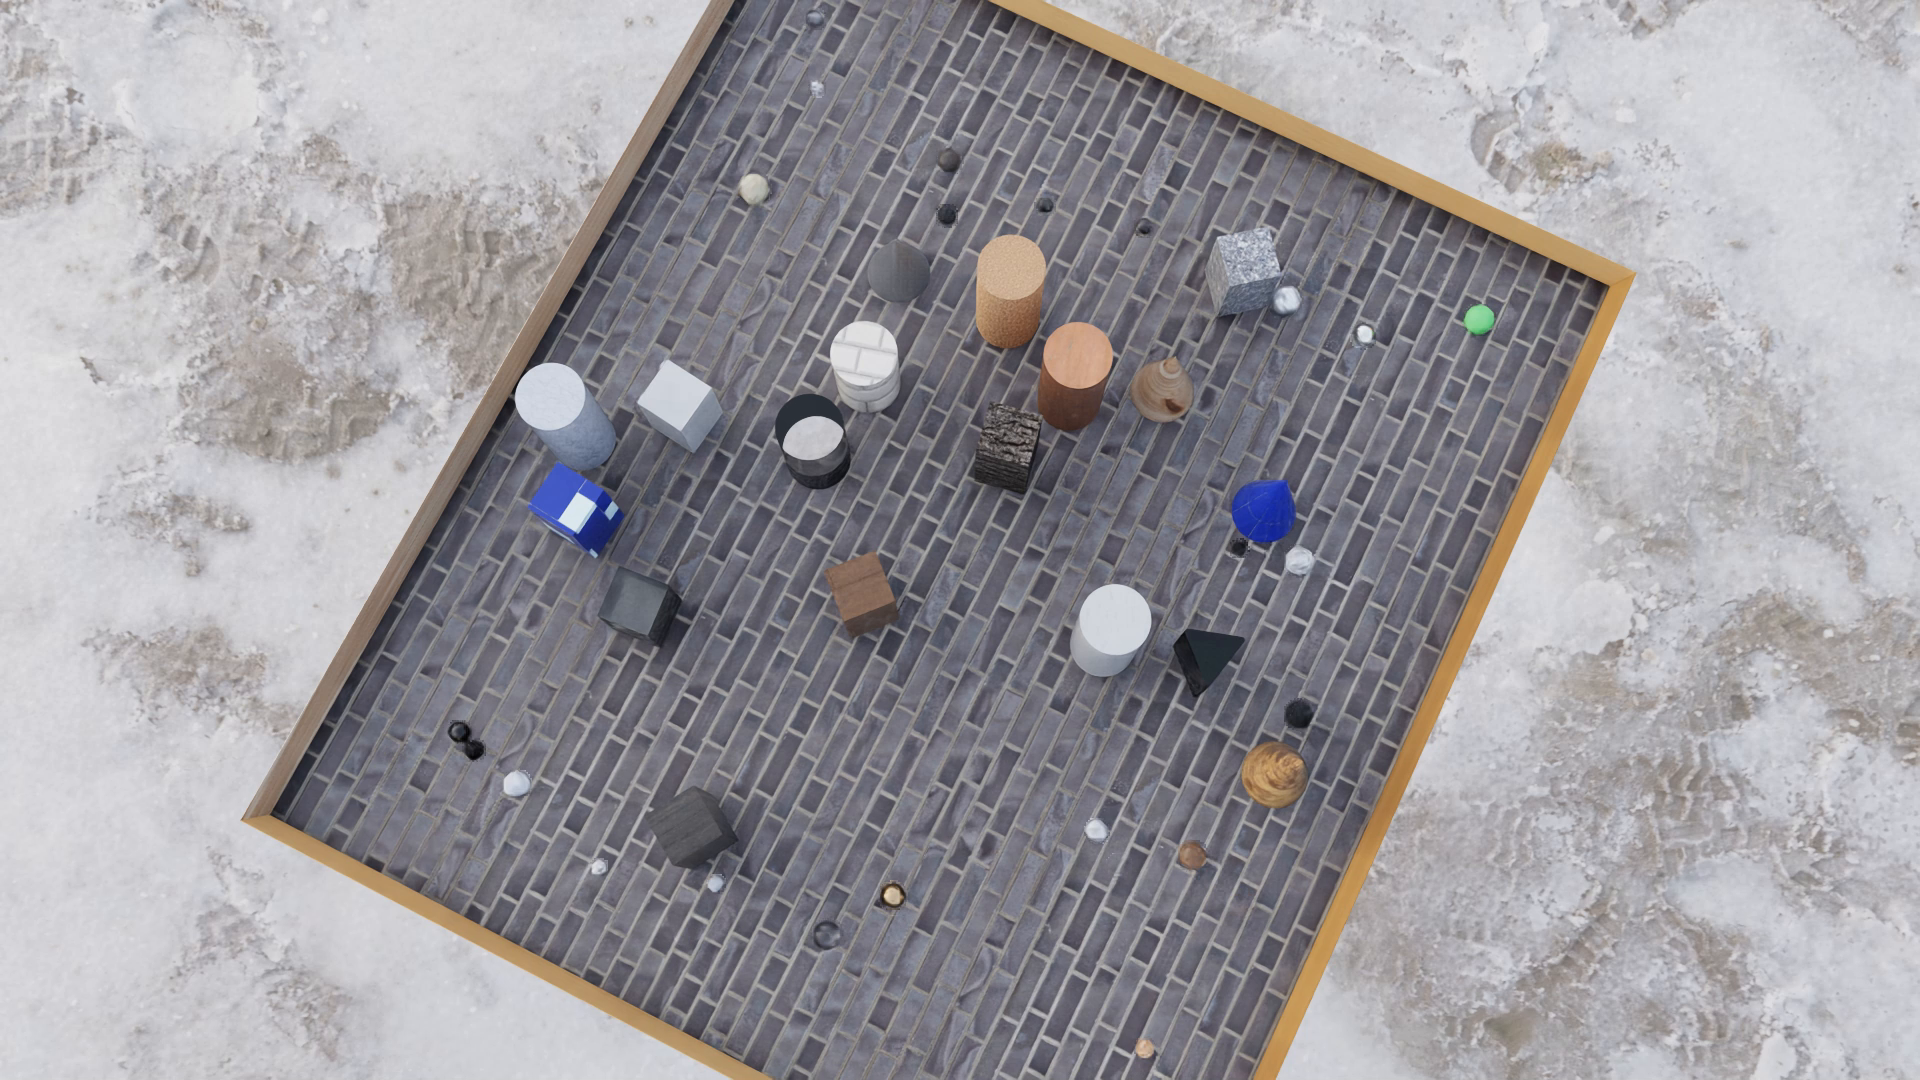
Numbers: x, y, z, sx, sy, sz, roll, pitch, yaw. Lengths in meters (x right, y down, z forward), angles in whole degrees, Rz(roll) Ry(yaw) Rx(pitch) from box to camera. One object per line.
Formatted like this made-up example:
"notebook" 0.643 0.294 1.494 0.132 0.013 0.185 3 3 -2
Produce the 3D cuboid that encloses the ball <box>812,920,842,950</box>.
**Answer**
"ball" -0.388 1.150 5.336 0.084 0.084 0.084 0 78 0

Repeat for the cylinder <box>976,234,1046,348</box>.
"cylinder" 0.149 -0.744 5.536 0.200 0.460 0.200 0 78 0

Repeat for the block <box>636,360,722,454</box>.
"block" -0.847 -0.402 5.562 0.160 0.269 0.160 33 80 6

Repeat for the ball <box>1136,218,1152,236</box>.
"ball" 0.582 -0.990 5.793 0.055 0.055 0.055 0 78 0

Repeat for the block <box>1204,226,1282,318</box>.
"block" 0.868 -0.823 5.640 0.160 0.287 0.160 -12 79 -2

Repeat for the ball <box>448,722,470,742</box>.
"ball" -1.494 0.573 5.466 0.062 0.062 0.062 0 78 0

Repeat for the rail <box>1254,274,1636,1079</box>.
"rail" 1.316 0.651 5.415 0.045 0.130 3.368 26 80 5

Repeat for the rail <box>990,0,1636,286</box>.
"rail" 0.742 -1.447 5.849 2.990 0.130 0.045 26 80 5

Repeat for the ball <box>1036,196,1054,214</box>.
"ball" 0.270 -1.060 5.808 0.055 0.055 0.055 0 78 0

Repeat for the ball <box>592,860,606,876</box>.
"ball" -1.063 0.966 5.394 0.045 0.045 0.045 0 78 0

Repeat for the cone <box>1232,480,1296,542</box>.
"cone" 0.934 -0.130 5.435 0.200 0.409 0.200 0 78 0

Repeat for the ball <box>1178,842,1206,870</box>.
"ball" 0.684 0.929 5.383 0.081 0.081 0.081 0 78 0

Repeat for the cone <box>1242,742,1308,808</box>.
"cone" 0.940 0.654 5.246 0.200 0.462 0.200 0 78 0

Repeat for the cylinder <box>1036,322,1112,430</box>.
"cylinder" 0.339 -0.483 5.481 0.200 0.462 0.200 0 78 0

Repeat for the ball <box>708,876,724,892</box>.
"ball" -0.719 1.010 5.384 0.047 0.047 0.047 0 78 0

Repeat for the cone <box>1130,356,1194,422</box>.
"cone" 0.631 -0.500 5.533 0.200 0.366 0.200 0 78 0

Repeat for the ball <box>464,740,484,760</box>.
"ball" -1.446 0.626 5.458 0.057 0.057 0.057 0 78 0

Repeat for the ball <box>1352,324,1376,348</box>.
"ball" 1.258 -0.638 5.711 0.073 0.073 0.073 0 78 0

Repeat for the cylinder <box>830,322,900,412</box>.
"cylinder" -0.284 -0.523 5.572 0.200 0.300 0.200 0 78 0

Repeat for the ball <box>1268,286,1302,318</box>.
"ball" 1.014 -0.746 5.720 0.100 0.100 0.100 0 78 0

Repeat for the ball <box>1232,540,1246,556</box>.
"ball" 0.851 0.026 5.587 0.048 0.048 0.048 0 78 0

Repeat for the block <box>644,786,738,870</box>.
"block" -0.764 0.827 5.250 0.160 0.384 0.160 -31 80 -6

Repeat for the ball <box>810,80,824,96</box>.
"ball" -0.460 -1.453 5.894 0.046 0.046 0.046 0 78 0

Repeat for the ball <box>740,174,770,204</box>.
"ball" -0.651 -1.110 5.798 0.095 0.095 0.095 0 78 0

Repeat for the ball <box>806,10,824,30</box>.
"ball" -0.470 -1.686 5.935 0.059 0.059 0.059 0 78 0

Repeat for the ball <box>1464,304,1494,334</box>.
"ball" 1.620 -0.687 5.713 0.091 0.091 0.091 0 78 0

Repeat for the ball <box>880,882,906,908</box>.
"ball" -0.197 1.041 5.364 0.073 0.073 0.073 0 78 0

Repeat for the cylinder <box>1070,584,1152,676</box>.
"cylinder" 0.432 0.268 5.323 0.200 0.466 0.200 0 78 0

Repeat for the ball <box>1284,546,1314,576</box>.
"ball" 1.029 0.063 5.559 0.087 0.087 0.087 0 78 0

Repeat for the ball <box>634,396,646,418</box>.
"ball" -0.968 -0.412 5.663 0.077 0.077 0.077 0 78 0

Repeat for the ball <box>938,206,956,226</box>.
"ball" -0.041 -1.026 5.797 0.062 0.062 0.062 0 78 0

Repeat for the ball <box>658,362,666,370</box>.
"ball" -0.913 -0.531 5.702 0.048 0.048 0.048 0 78 0

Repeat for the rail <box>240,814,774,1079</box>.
"rail" -0.742 1.461 5.247 2.990 0.130 0.045 26 80 5

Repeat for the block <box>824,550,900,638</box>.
"block" -0.288 0.165 5.412 0.160 0.333 0.160 -22 79 -4

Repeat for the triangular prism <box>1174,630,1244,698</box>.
"triangular prism" 0.704 0.333 5.395 0.150 0.300 0.173 38 81 7

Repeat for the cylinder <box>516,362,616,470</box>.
"cylinder" -1.166 -0.361 5.449 0.200 0.475 0.200 0 78 0

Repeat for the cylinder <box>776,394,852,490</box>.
"cylinder" -0.436 -0.291 5.489 0.200 0.368 0.200 0 78 0

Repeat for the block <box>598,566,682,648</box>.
"block" -0.948 0.202 5.443 0.160 0.259 0.160 21 79 4

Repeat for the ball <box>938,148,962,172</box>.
"ball" -0.034 -1.207 5.828 0.074 0.074 0.074 0 78 0

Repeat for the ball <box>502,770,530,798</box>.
"ball" -1.315 0.723 5.428 0.077 0.077 0.077 0 78 0

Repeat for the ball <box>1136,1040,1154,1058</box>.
"ball" 0.534 1.468 5.286 0.052 0.052 0.052 0 78 0

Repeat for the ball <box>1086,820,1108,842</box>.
"ball" 0.405 0.859 5.406 0.064 0.064 0.064 0 78 0

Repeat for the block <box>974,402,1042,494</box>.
"block" 0.143 -0.272 5.490 0.160 0.358 0.160 15 79 3

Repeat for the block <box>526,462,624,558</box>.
"block" -1.139 -0.085 5.458 0.160 0.344 0.160 31 80 6

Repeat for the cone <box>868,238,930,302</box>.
"cone" -0.193 -0.876 5.644 0.200 0.302 0.200 0 78 0

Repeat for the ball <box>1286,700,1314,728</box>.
"ball" 1.012 0.521 5.467 0.082 0.082 0.082 0 78 0

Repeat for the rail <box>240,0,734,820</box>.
"rail" -1.316 -0.637 5.681 0.045 0.130 3.368 26 80 5
